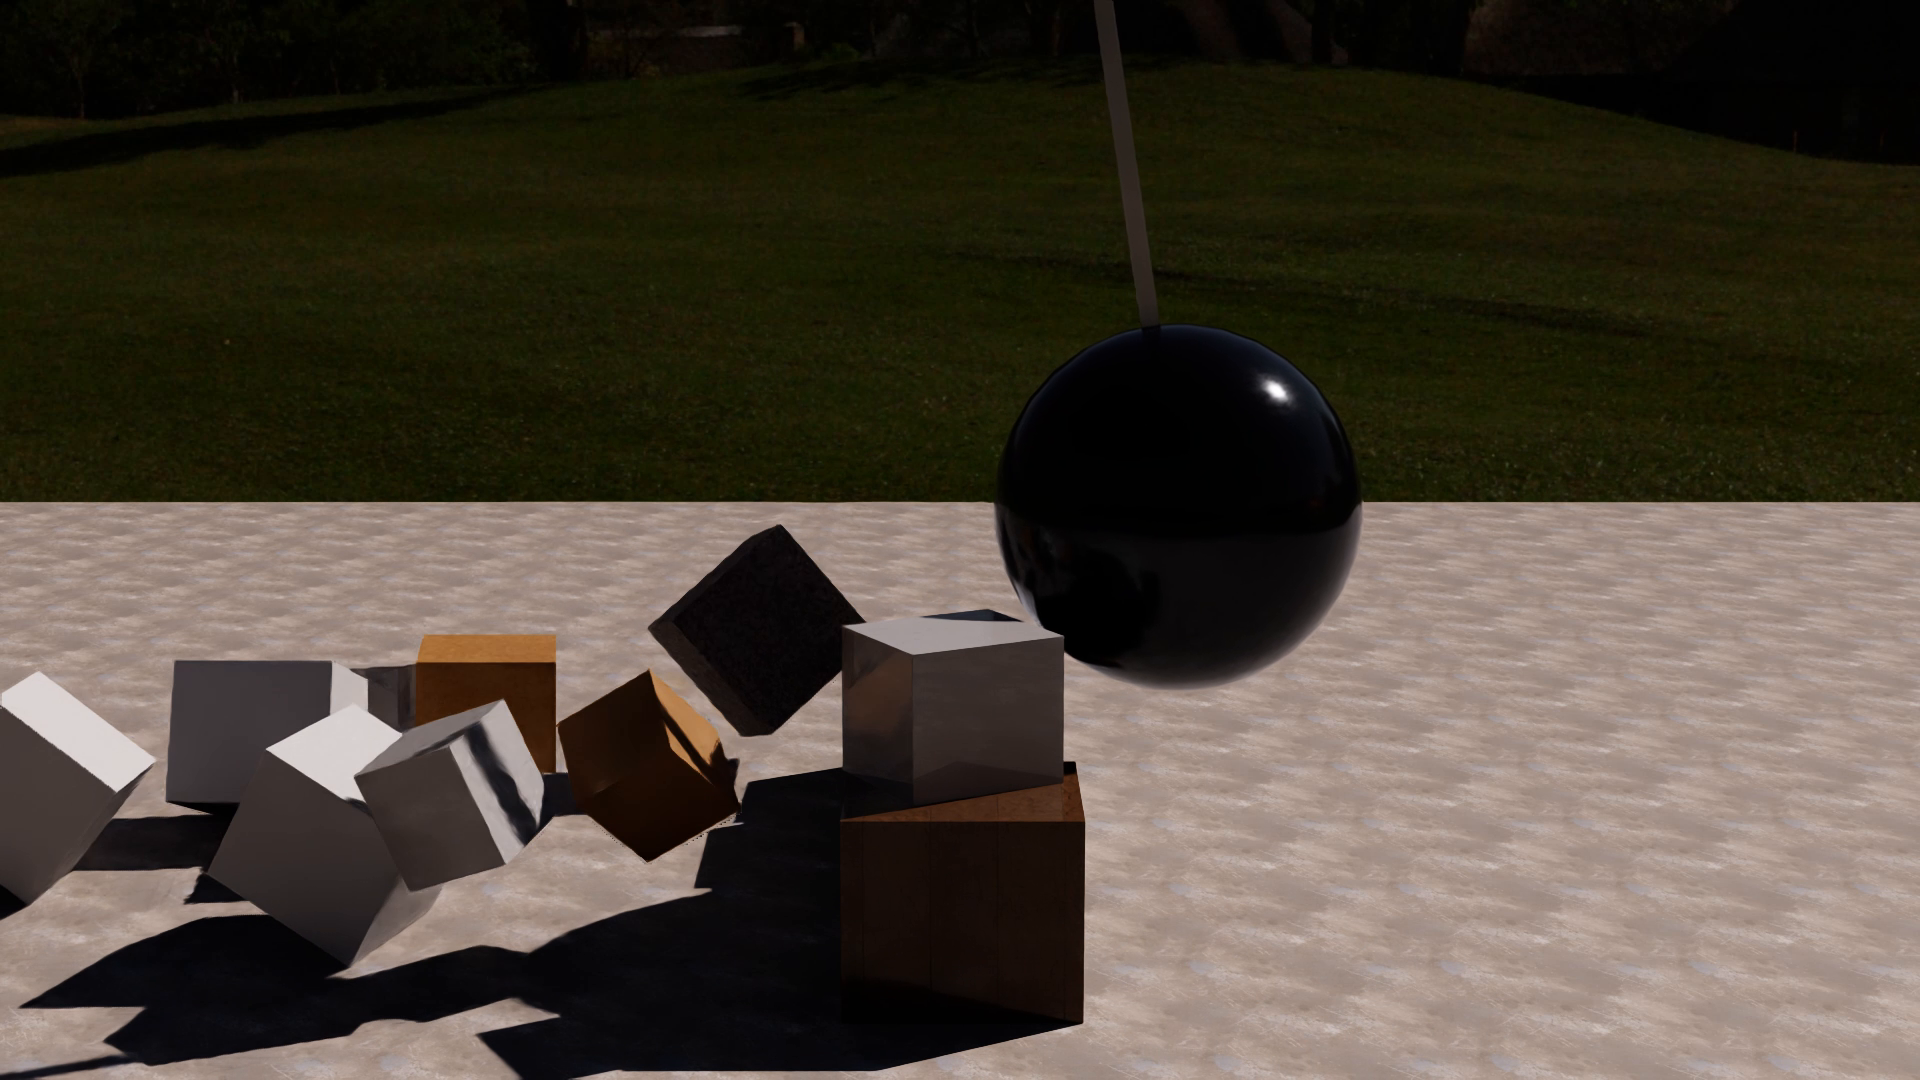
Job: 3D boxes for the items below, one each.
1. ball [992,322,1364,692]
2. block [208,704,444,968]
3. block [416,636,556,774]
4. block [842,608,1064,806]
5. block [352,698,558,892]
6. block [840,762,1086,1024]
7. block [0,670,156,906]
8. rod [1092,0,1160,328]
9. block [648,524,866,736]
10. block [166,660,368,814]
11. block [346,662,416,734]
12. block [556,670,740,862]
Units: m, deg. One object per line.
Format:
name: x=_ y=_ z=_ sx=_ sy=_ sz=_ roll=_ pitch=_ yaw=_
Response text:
ball: x=0.943 y=-0.143 z=11.154 sx=1.600 sy=1.600 sz=1.600 roll=0 pitch=10 yaw=0
block: x=-2.490 y=1.194 z=10.500 sx=0.702 sy=0.617 sz=0.718 roll=31 pitch=17 yaw=7
block: x=-2.158 y=0.745 z=11.737 sx=0.609 sy=0.511 sz=0.579 roll=0 pitch=10 yaw=-9
block: x=-0.031 y=0.641 z=10.022 sx=0.663 sy=0.584 sz=0.589 roll=-6 pitch=12 yaw=-29
block: x=-1.950 y=0.989 z=9.952 sx=0.458 sy=0.506 sz=0.463 roll=-18 pitch=13 yaw=23
block: x=0.010 y=1.349 z=9.950 sx=0.906 sy=0.785 sz=0.843 roll=0 pitch=10 yaw=0
block: x=-4.020 y=1.070 z=11.137 sx=0.645 sy=0.649 sz=0.518 roll=39 pitch=9 yaw=-6
rod: x=0.409 y=-3.446 z=10.554 sx=0.080 sy=5.200 sz=0.080 roll=-9 pitch=10 yaw=2
block: x=-1.013 y=0.470 z=13.042 sx=0.732 sy=0.748 sz=0.731 roll=-42 pitch=7 yaw=-16
block: x=-3.241 y=0.936 z=12.055 sx=0.732 sy=0.650 sz=0.664 roll=0 pitch=-11 yaw=1
block: x=-2.973 y=0.861 z=13.410 sx=0.441 sy=0.417 sz=0.523 roll=-3 pitch=0 yaw=-14
block: x=-1.256 y=0.916 z=10.350 sx=0.450 sy=0.531 sz=0.429 roll=-30 pitch=48 yaw=9
